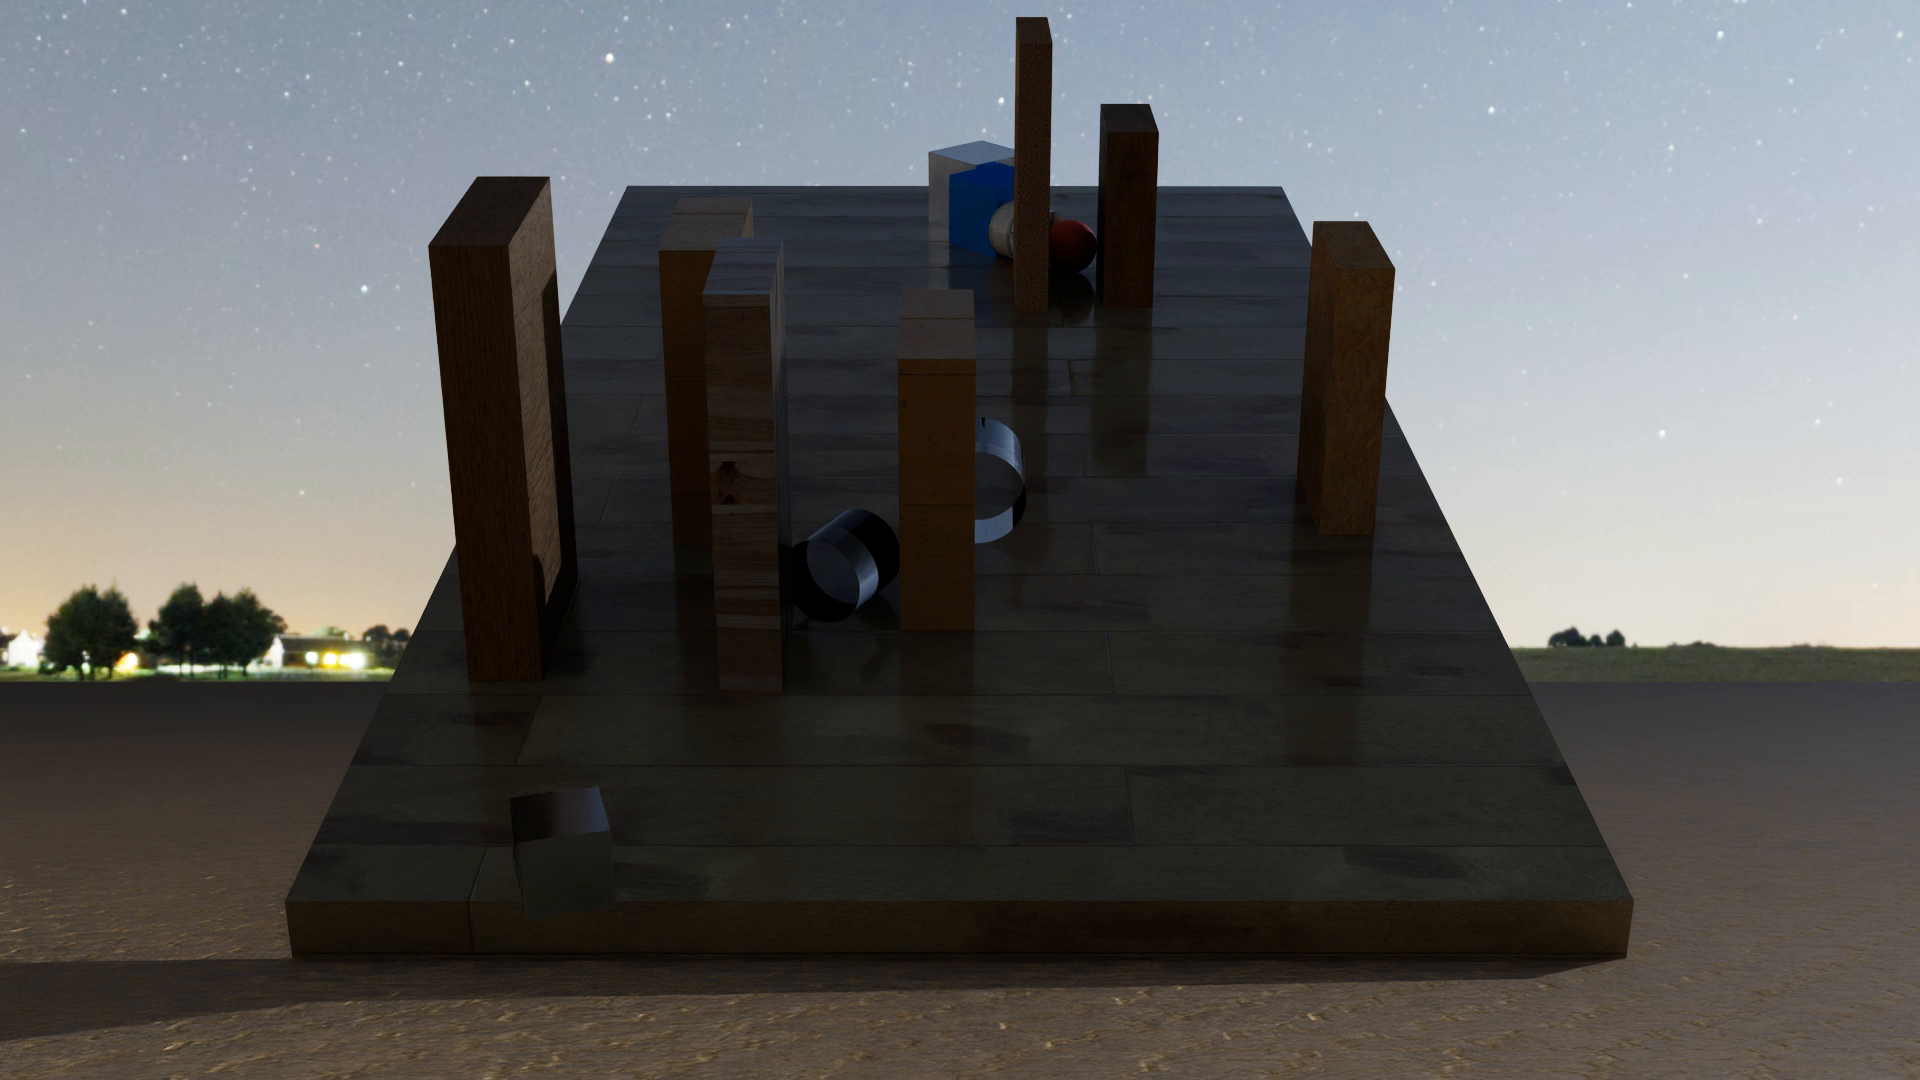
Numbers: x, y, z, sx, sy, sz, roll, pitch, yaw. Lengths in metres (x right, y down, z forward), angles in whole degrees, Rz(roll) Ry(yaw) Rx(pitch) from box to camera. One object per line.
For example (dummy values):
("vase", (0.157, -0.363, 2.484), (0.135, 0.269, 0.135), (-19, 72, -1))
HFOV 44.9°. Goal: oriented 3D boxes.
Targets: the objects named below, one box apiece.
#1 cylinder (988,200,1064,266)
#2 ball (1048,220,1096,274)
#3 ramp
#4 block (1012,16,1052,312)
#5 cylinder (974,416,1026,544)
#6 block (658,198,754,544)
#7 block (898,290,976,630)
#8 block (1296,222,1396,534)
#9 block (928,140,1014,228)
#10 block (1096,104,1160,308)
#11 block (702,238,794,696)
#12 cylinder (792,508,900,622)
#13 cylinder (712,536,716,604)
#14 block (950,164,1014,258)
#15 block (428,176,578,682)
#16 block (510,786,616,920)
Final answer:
("cylinder", (0.187, -0.838, 6.360), (0.156, 0.156, 0.156), (3, 15, -46))
("ball", (0.297, -0.791, 6.268), (0.144, 0.144, 0.144), (0, -3, 0))
("ramp", (-0.008, -0.228, 5.294), (2.000, 0.100, 4.000), (0, 24, 0))
("block", (0.186, -0.971, 6.001), (0.082, 0.689, 0.330), (0, 24, 0))
("cylinder", (0.034, -0.123, 4.690), (0.196, 0.196, 0.196), (0, 24, 0))
("block", (-0.496, -0.343, 4.677), (0.149, 0.608, 0.368), (0, 24, 0))
("block", (-0.042, -0.155, 4.351), (0.136, 0.529, 0.398), (0, 24, 0))
("block", (0.779, -0.332, 4.721), (0.111, 0.557, 0.327), (0, 24, 0))
("block", (0.054, -1.017, 6.702), (0.205, 0.205, 0.205), (-19, 30, -37))
("block", (0.434, -0.875, 6.067), (0.129, 0.460, 0.310), (0, 24, 0))
("block", (-0.363, -0.128, 4.040), (0.109, 0.729, 0.323), (0, 24, 0))
("cylinder", (-0.220, 0.047, 4.345), (0.164, 0.164, 0.164), (-2, 20, 29))
("cylinder", (-0.399, 0.055, 4.368), (0.129, 0.129, 0.129), (0, 24, 0))
("block", (0.108, -0.923, 6.502), (0.195, 0.195, 0.195), (-20, 31, -38))
("block", (-0.799, -0.201, 4.124), (0.130, 0.794, 0.429), (0, 24, 0))
("block", (-0.589, 0.463, 3.442), (0.132, 0.132, 0.132), (-6, 25, -14))
